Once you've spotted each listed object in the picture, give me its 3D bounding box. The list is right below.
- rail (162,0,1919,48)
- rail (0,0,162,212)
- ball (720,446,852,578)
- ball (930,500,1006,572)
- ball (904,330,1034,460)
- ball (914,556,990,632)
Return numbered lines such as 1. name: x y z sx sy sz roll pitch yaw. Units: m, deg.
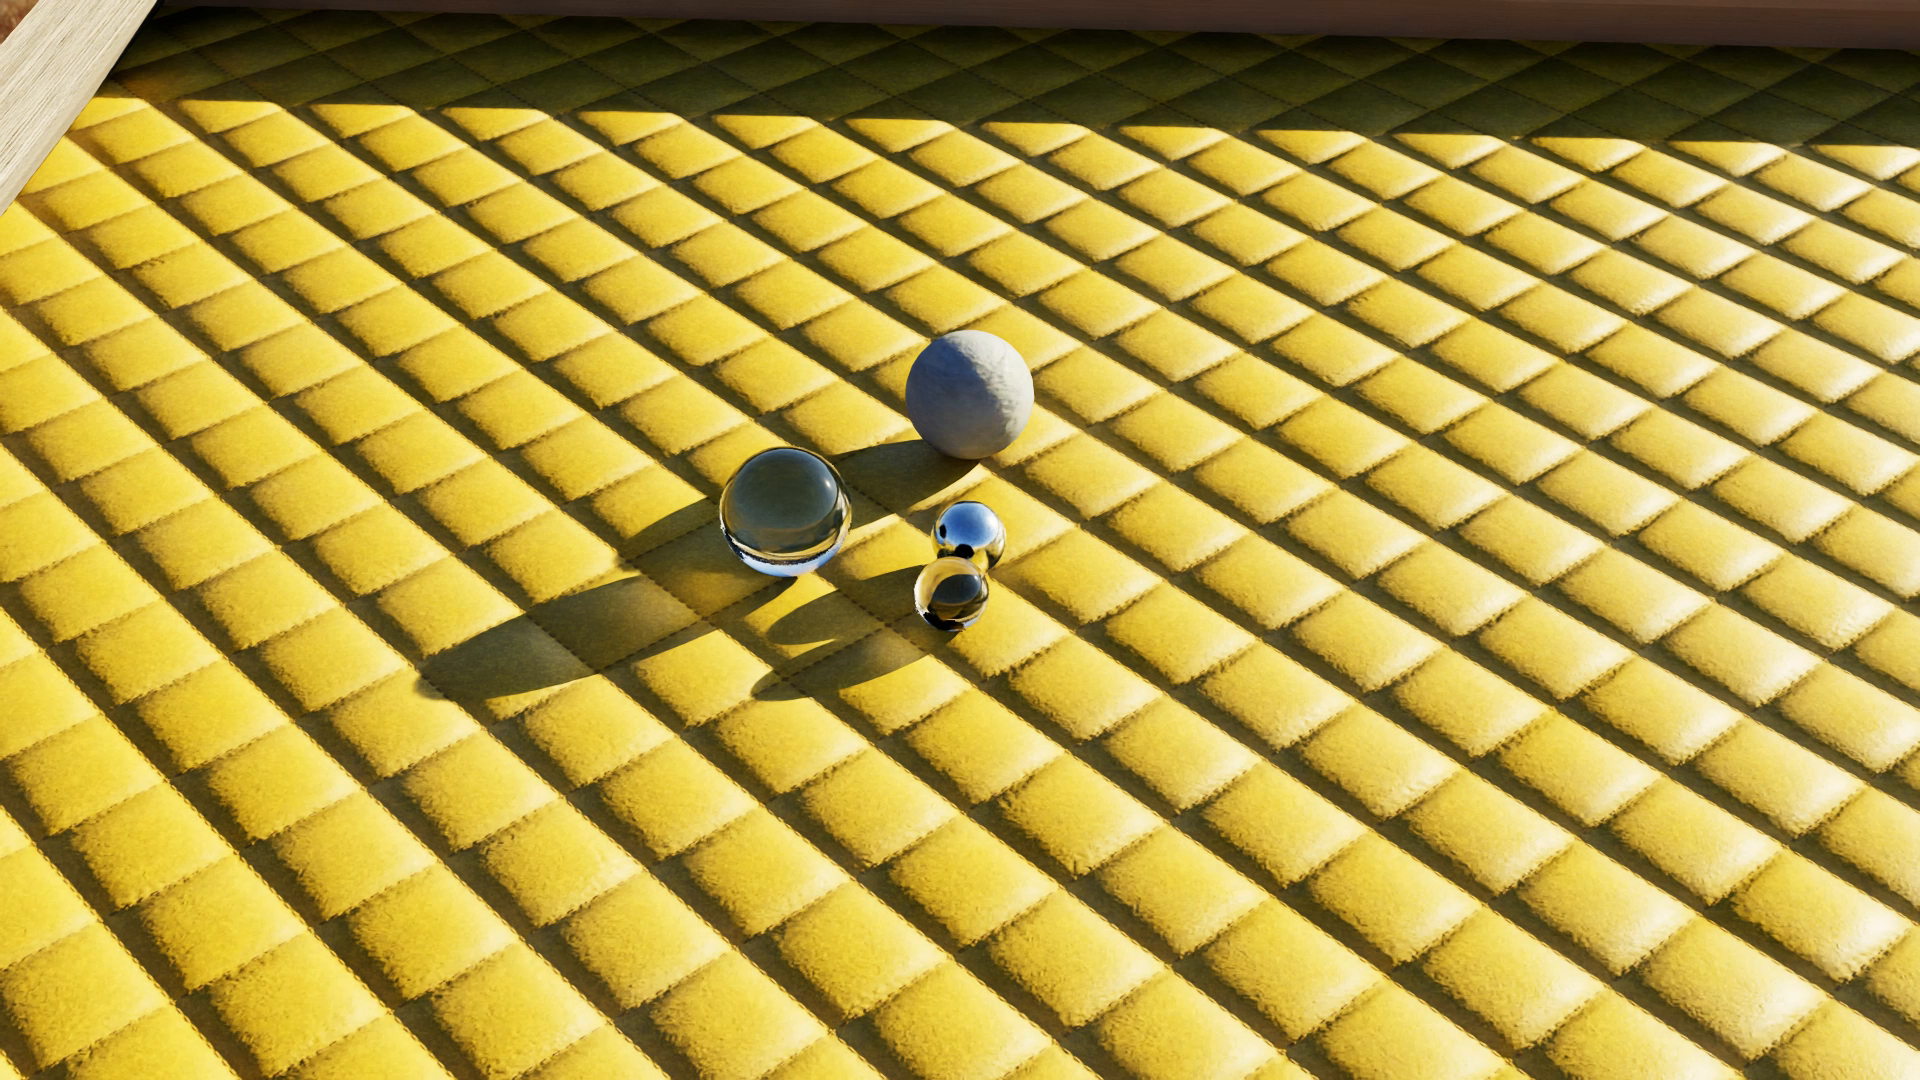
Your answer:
1. rail: 0.913 -0.514 2.433 3.439 0.124 0.045 2 36 3
2. rail: -0.834 -0.051 1.783 0.045 0.124 1.854 2 36 3
3. ball: -0.120 -0.020 1.768 0.091 0.091 0.091 0 35 0
4. ball: 0.006 -0.001 1.776 0.052 0.052 0.052 0 35 0
5. ball: 0.007 -0.107 1.887 0.095 0.095 0.095 0 35 0
6. ball: -0.006 0.036 1.725 0.051 0.051 0.051 0 35 0
